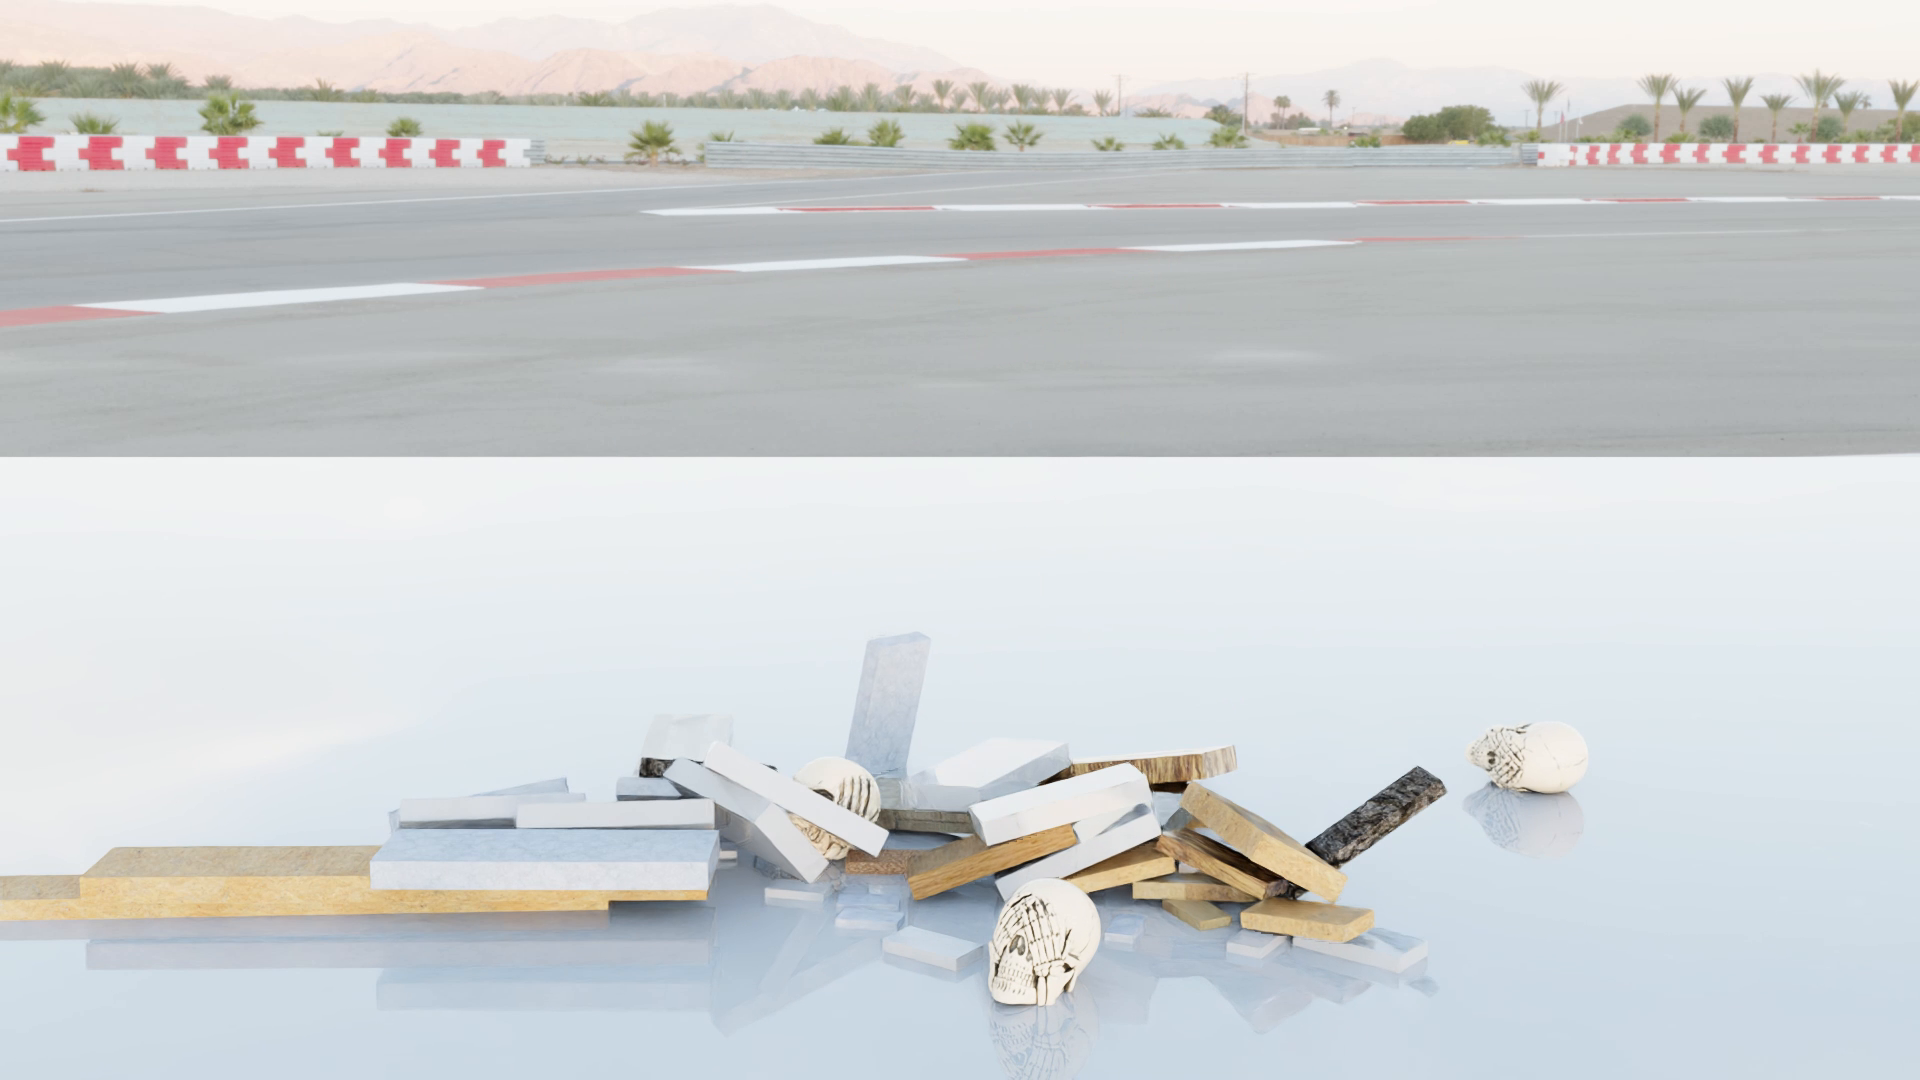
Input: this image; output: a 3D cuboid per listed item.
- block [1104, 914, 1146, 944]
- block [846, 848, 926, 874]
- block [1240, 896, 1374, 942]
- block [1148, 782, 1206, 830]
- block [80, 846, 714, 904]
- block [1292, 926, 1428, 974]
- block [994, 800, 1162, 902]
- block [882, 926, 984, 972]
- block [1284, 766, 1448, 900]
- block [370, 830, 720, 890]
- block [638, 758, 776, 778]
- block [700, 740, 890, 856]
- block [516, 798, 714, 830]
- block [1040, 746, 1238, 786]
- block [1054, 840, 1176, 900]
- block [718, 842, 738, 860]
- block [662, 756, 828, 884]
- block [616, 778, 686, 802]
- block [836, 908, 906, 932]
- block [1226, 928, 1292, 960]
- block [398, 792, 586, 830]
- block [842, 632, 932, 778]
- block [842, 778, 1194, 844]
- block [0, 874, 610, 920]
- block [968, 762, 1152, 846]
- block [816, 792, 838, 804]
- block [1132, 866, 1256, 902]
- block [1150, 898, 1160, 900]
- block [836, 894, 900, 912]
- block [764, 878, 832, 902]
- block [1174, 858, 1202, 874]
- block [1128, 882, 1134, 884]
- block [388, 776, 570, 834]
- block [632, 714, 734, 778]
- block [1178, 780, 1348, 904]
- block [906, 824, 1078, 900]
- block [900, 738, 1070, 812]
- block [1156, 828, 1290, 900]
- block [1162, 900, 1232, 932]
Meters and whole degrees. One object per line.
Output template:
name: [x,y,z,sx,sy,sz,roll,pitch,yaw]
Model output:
block: [0.263,0.616,3.491,0.046,0.013,0.092,3,11,18]
block: [-0.124,0.556,3.799,0.142,0.020,0.071,0,11,2]
block: [0.543,0.592,3.436,0.184,0.026,0.092,1,9,40]
block: [0.293,0.498,4.033,0.334,0.047,0.167,-5,12,-26]
block: [-0.909,0.545,3.602,1.000,0.044,0.154,0,11,-1]
block: [0.621,0.624,3.412,0.185,0.026,0.092,8,13,38]
block: [0.196,0.510,3.658,0.282,0.040,0.141,-24,6,5]
block: [-0.042,0.630,3.397,0.142,0.020,0.071,8,13,35]
block: [0.664,0.490,3.682,0.318,0.026,0.092,-34,15,-5]
block: [-0.661,0.513,3.532,0.530,0.046,0.162,0,11,0]
block: [-0.457,0.446,4.009,0.243,0.034,0.121,3,-32,0]
block: [-0.282,0.437,3.723,0.325,0.046,0.162,29,-9,-5]
block: [-0.579,0.503,3.729,0.325,0.162,0.046,-1,55,-6]
block: [0.335,0.431,4.145,0.334,0.047,0.167,-8,-3,28]
block: [0.254,0.544,3.642,0.199,0.028,0.099,-14,9,4]
block: [-0.443,0.547,3.861,0.099,0.014,0.050,-2,11,-10]
block: [-0.371,0.477,3.771,0.047,0.165,0.329,-48,31,-18]
block: [-0.493,0.475,3.995,0.243,0.034,0.122,1,-32,4]
block: [-0.144,0.609,3.526,0.102,0.014,0.051,3,11,14]
block: [0.468,0.624,3.441,0.058,0.017,0.117,6,12,31]
block: [-0.794,0.498,3.773,0.308,0.154,0.044,-1,53,-6]
block: [-0.143,0.323,4.326,0.039,0.277,0.139,26,23,39]
block: [0.097,0.483,3.927,0.638,0.039,0.139,0,17,29]
block: [-1.221,0.582,3.617,1.287,0.034,0.122,-1,11,-3]
block: [0.165,0.436,3.644,0.282,0.040,0.141,-15,6,-7]
block: [-0.256,0.496,4.137,0.049,0.014,0.099,-1,11,-3]
block: [0.388,0.565,3.635,0.199,0.028,0.099,1,11,6]
block: [0.370,0.581,3.673,0.117,0.017,0.059,-1,11,-8]
block: [-0.149,0.595,3.602,0.102,0.014,0.051,0,11,1]
block: [-0.268,0.583,3.665,0.102,0.014,0.051,3,11,15]
block: [0.406,0.539,3.660,0.092,0.013,0.046,-1,11,-4]
block: [0.290,0.558,3.716,0.092,0.046,0.013,-1,13,-4]
block: [-0.856,0.475,3.934,0.308,0.044,0.154,-11,-4,-10]
block: [-0.548,0.441,4.346,0.165,0.047,0.568,0,11,-2]
block: [0.495,0.494,3.627,0.167,0.047,0.334,29,1,-16]
block: [0.051,0.518,3.665,0.282,0.040,0.141,-20,6,0]
block: [0.050,0.424,3.997,0.165,0.047,0.329,0,10,31]
block: [0.429,0.526,3.585,0.199,0.028,0.099,23,11,29]
block: [0.383,0.602,3.558,0.059,0.017,0.117,-5,12,-25]
